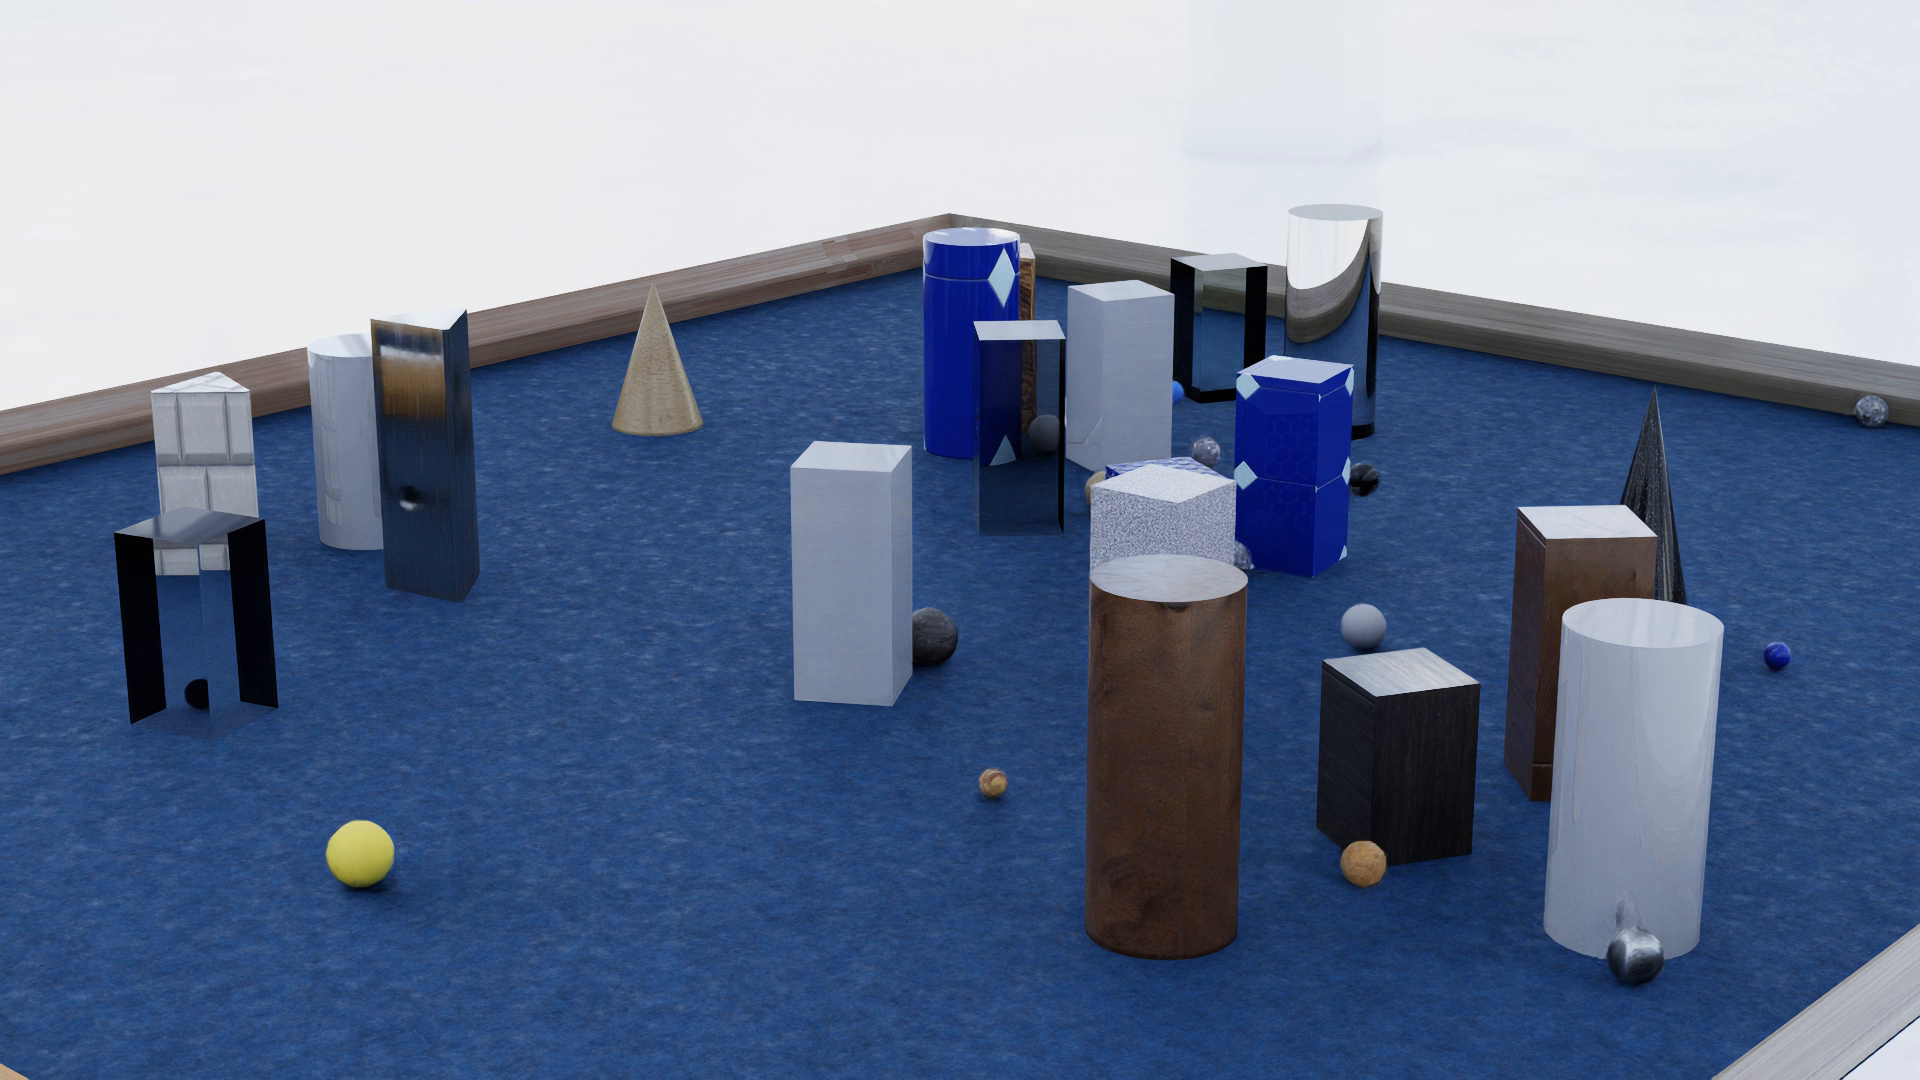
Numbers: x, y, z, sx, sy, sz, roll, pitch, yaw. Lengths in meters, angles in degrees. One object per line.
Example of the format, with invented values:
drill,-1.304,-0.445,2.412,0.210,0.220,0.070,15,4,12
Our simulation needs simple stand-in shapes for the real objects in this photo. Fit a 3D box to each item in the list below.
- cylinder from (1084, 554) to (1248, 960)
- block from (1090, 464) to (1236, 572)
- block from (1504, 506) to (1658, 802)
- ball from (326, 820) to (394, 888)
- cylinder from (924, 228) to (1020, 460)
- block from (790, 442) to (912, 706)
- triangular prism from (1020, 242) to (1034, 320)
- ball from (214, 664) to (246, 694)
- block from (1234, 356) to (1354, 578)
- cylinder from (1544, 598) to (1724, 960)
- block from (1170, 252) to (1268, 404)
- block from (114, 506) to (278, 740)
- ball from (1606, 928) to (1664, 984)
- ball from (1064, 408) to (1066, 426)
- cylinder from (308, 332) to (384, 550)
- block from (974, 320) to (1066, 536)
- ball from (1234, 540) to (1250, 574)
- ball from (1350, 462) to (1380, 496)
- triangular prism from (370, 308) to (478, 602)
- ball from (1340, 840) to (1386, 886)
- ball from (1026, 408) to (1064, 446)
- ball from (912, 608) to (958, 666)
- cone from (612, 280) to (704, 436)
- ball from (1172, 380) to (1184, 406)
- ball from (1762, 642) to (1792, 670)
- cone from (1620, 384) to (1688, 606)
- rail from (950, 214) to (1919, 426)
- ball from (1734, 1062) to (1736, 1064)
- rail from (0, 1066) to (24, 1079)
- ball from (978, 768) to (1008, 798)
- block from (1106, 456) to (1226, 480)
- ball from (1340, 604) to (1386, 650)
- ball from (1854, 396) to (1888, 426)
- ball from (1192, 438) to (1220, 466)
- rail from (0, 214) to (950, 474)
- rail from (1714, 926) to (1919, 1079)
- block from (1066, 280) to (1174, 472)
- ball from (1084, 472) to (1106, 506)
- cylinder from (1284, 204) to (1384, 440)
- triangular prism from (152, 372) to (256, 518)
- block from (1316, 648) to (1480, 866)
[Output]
cylinder,0.260,0.274,3.720,0.198,0.475,0.198,0,17,0
block,0.309,0.094,4.491,0.158,0.376,0.158,13,21,36
block,0.892,0.162,4.232,0.158,0.394,0.158,-1,17,-4
ball,-0.799,0.419,3.909,0.089,0.089,0.089,0,17,0
cylinder,0.023,-0.405,6.030,0.198,0.443,0.198,0,17,0
block,-0.169,0.052,4.622,0.158,0.380,0.158,3,17,10
triangular prism,0.111,-0.443,6.286,0.171,0.368,0.148,8,19,26
ball,-1.155,0.220,4.640,0.047,0.047,0.047,0,17,0
block,0.599,-0.134,5.278,0.158,0.357,0.158,9,19,28
cylinder,0.853,0.303,3.724,0.198,0.418,0.198,0,17,0
block,0.570,-0.471,6.502,0.158,0.297,0.158,-7,18,-22
block,-1.170,0.126,4.500,0.158,0.309,0.158,8,18,25
ball,0.835,0.515,3.625,0.069,0.069,0.069,0,17,0
ball,0.231,-0.275,6.255,0.064,0.064,0.064,0,17,0
cylinder,-1.097,-0.184,5.433,0.198,0.364,0.198,0,17,0
block,0.110,-0.210,5.501,0.158,0.375,0.158,-1,17,-4
ball,0.473,0.039,5.182,0.081,0.081,0.081,0,17,0
ball,0.786,-0.118,5.730,0.066,0.066,0.066,0,17,0
triangular prism,-0.903,-0.155,5.127,0.171,0.485,0.148,10,20,30
ball,0.539,0.432,3.914,0.062,0.062,0.062,0,17,0
ball,0.177,-0.236,6.096,0.080,0.080,0.080,0,17,0
ball,-0.049,0.157,4.767,0.095,0.095,0.095,0,17,0
cone,-0.647,-0.398,6.229,0.198,0.314,0.198,0,17,0
ball,0.461,-0.322,6.424,0.057,0.057,0.057,0,17,0
ball,1.324,0.188,4.753,0.044,0.044,0.044,0,17,0
cone,1.100,-0.022,4.707,0.198,0.471,0.198,0,17,0
rail,1.442,-0.447,6.710,3.939,0.128,0.045,14,22,39
ball,0.897,0.614,3.323,0.054,0.054,0.054,0,17,0
rail,-1.442,0.511,3.530,3.939,0.128,0.045,14,22,39
ball,0.047,0.350,4.218,0.042,0.042,0.042,0,17,0
block,0.352,0.000,5.034,0.158,0.242,0.158,-6,18,-20
ball,0.666,0.143,4.847,0.075,0.075,0.075,0,17,0
ball,1.942,-0.275,6.247,0.068,0.068,0.068,0,17,0
ball,0.498,-0.177,5.937,0.060,0.060,0.060,0,17,0
rail,-1.469,-0.336,6.341,0.045,0.128,4.446,14,22,39
rail,1.469,0.400,3.898,0.045,0.128,4.446,14,22,39
block,0.322,-0.329,5.926,0.158,0.357,0.158,-8,18,-24
ball,0.277,-0.092,5.621,0.079,0.079,0.079,0,17,0
cylinder,0.781,-0.458,6.165,0.198,0.467,0.198,0,17,0
triangular prism,-1.356,-0.132,5.338,0.171,0.320,0.148,0,17,-2
block,0.601,0.298,4.033,0.158,0.249,0.158,-6,18,-19
